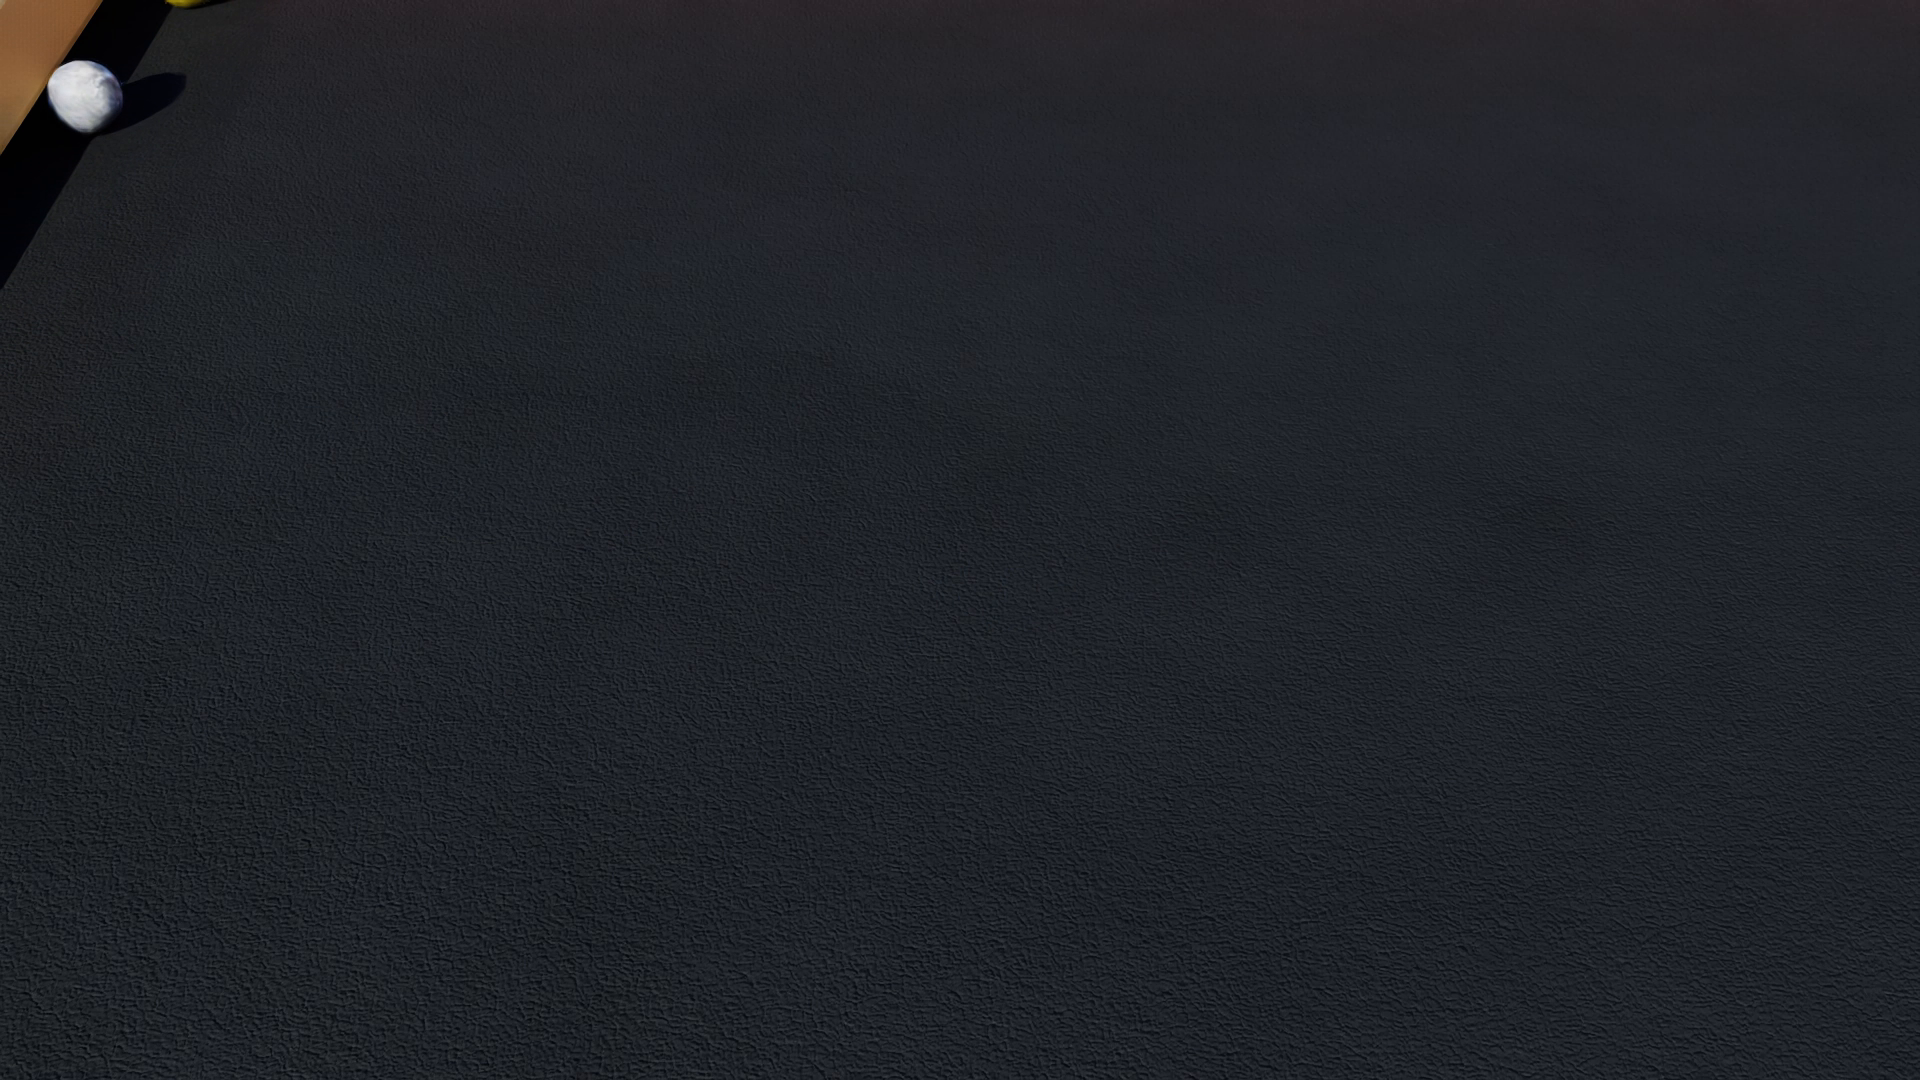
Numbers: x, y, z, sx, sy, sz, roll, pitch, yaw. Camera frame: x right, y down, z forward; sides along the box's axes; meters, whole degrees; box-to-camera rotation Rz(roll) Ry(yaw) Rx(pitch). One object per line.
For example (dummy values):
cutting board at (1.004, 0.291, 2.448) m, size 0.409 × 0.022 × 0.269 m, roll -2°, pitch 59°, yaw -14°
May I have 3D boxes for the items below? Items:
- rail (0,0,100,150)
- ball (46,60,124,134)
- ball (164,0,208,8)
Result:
rail at (-0.819, -0.015, 1.699) m, size 0.045 × 0.094 × 2.023 m, roll 0°, pitch 36°, yaw 0°
ball at (-0.765, -0.387, 2.240) m, size 0.064 × 0.064 × 0.064 m, roll 0°, pitch 36°, yaw 0°
ball at (-0.742, -0.546, 2.454) m, size 0.072 × 0.072 × 0.072 m, roll 0°, pitch 36°, yaw 0°
